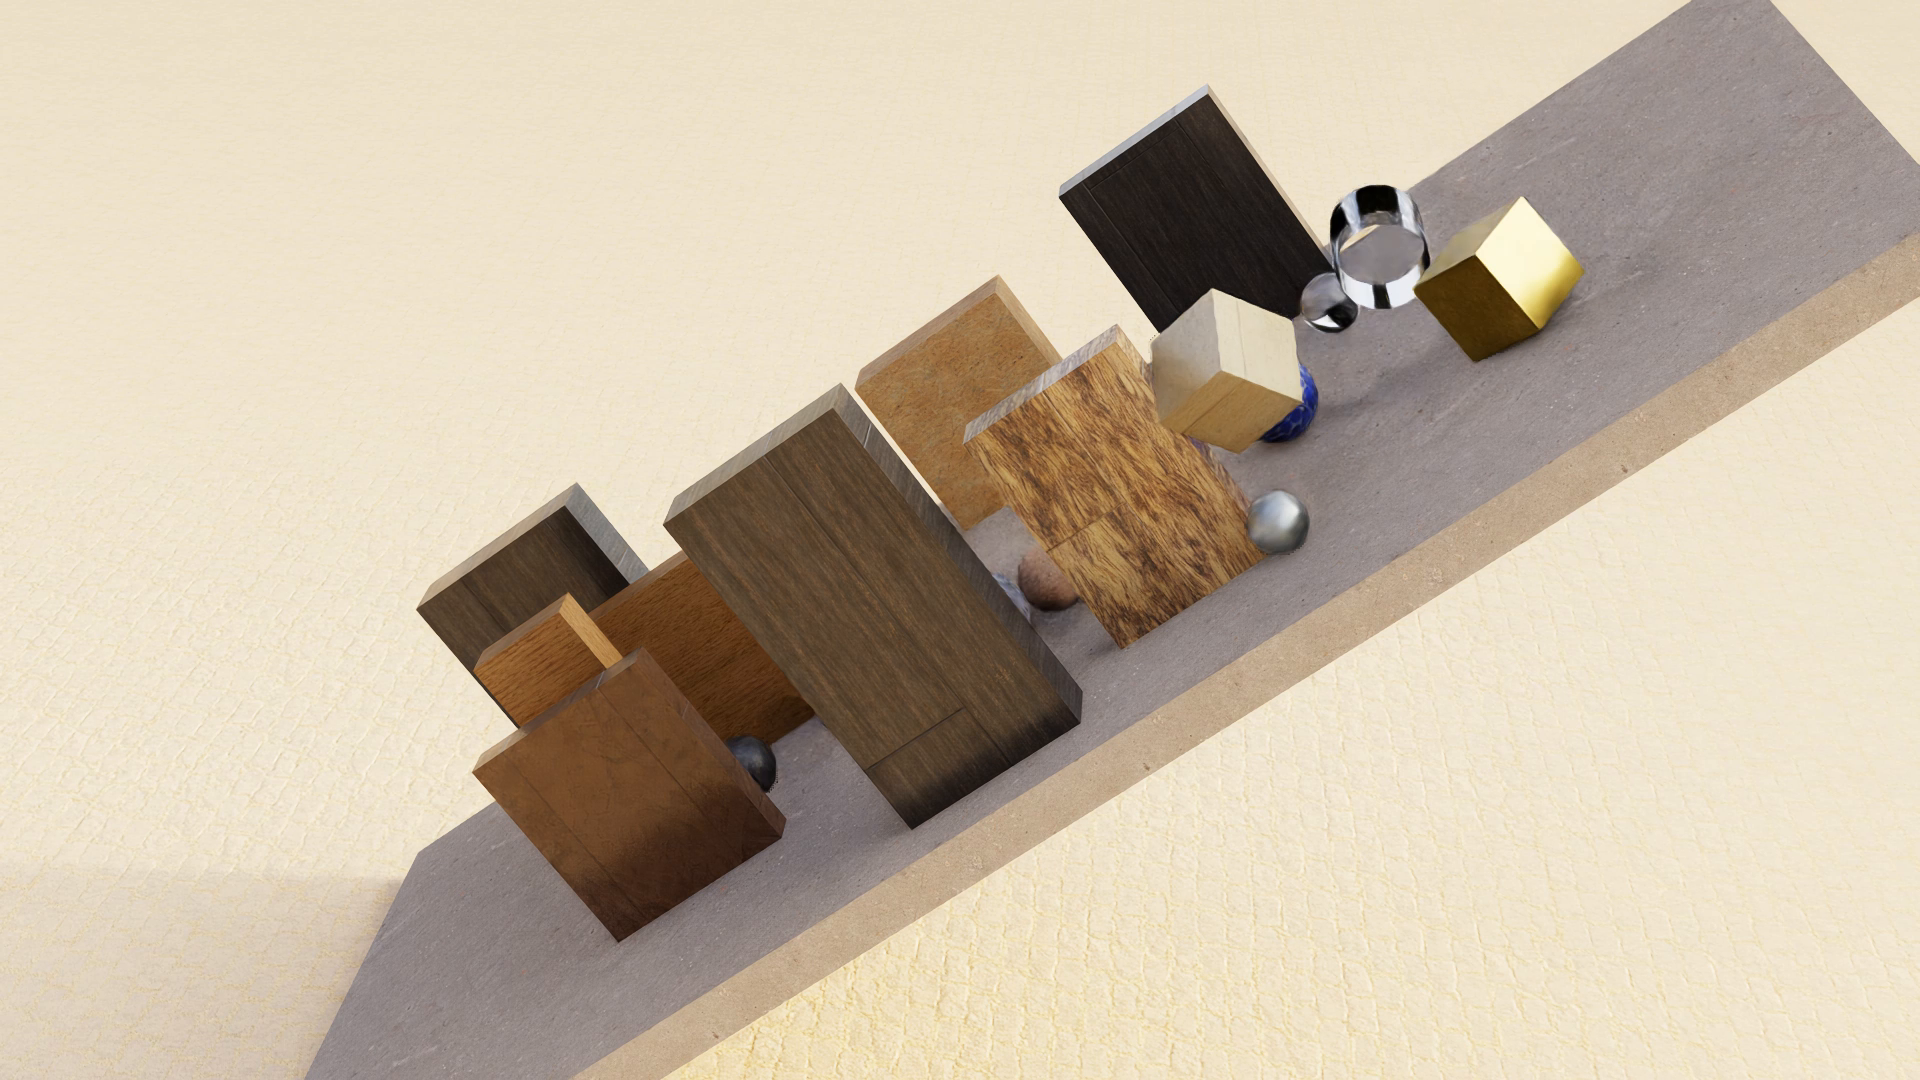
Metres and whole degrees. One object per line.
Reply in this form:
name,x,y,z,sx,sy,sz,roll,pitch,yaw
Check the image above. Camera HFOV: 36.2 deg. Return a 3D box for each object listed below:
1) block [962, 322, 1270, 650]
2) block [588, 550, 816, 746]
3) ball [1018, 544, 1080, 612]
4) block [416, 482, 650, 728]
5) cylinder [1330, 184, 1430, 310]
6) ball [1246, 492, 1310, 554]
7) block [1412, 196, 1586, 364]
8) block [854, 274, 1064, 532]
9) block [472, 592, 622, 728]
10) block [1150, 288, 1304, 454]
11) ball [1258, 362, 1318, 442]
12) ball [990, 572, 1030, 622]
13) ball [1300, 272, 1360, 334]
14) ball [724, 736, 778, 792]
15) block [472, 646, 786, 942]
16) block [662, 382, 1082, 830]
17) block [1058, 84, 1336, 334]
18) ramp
block,0.301,-0.098,5.569,0.351,0.512,0.110,-34,16,16
block,-0.570,0.272,6.559,0.348,0.460,0.105,-34,16,16
ball,0.188,0.075,6.026,0.142,0.142,0.142,0,22,0
block,-0.859,0.269,6.812,0.446,0.675,0.147,-34,16,16
cylinder,0.883,-0.618,6.191,0.196,0.196,0.196,1,32,2
ball,0.592,-0.032,5.474,0.117,0.117,0.117,0,22,0
block,1.031,-0.498,5.637,0.192,0.192,0.192,-48,11,-33
block,0.051,-0.320,6.904,0.409,0.437,0.144,-34,16,16
block,-0.763,0.416,6.346,0.240,0.584,0.105,-34,16,16
block,0.491,-0.310,5.430,0.189,0.189,0.189,19,50,-28
ball,0.638,-0.287,5.982,0.179,0.179,0.179,0,22,0
ball,0.047,0.161,5.994,0.195,0.195,0.195,0,22,0
ball,0.800,-0.512,6.354,0.131,0.131,0.131,0,22,0
ball,-0.463,0.490,6.297,0.142,0.142,0.142,0,22,0
block,-0.677,0.525,6.038,0.433,0.479,0.084,-34,16,16
block,-0.155,0.130,5.473,0.394,0.759,0.140,-34,16,16
block,0.547,-0.691,6.664,0.408,0.539,0.099,-34,16,16
ramp,0.131,0.177,6.316,4.000,0.100,2.000,-34,16,16
